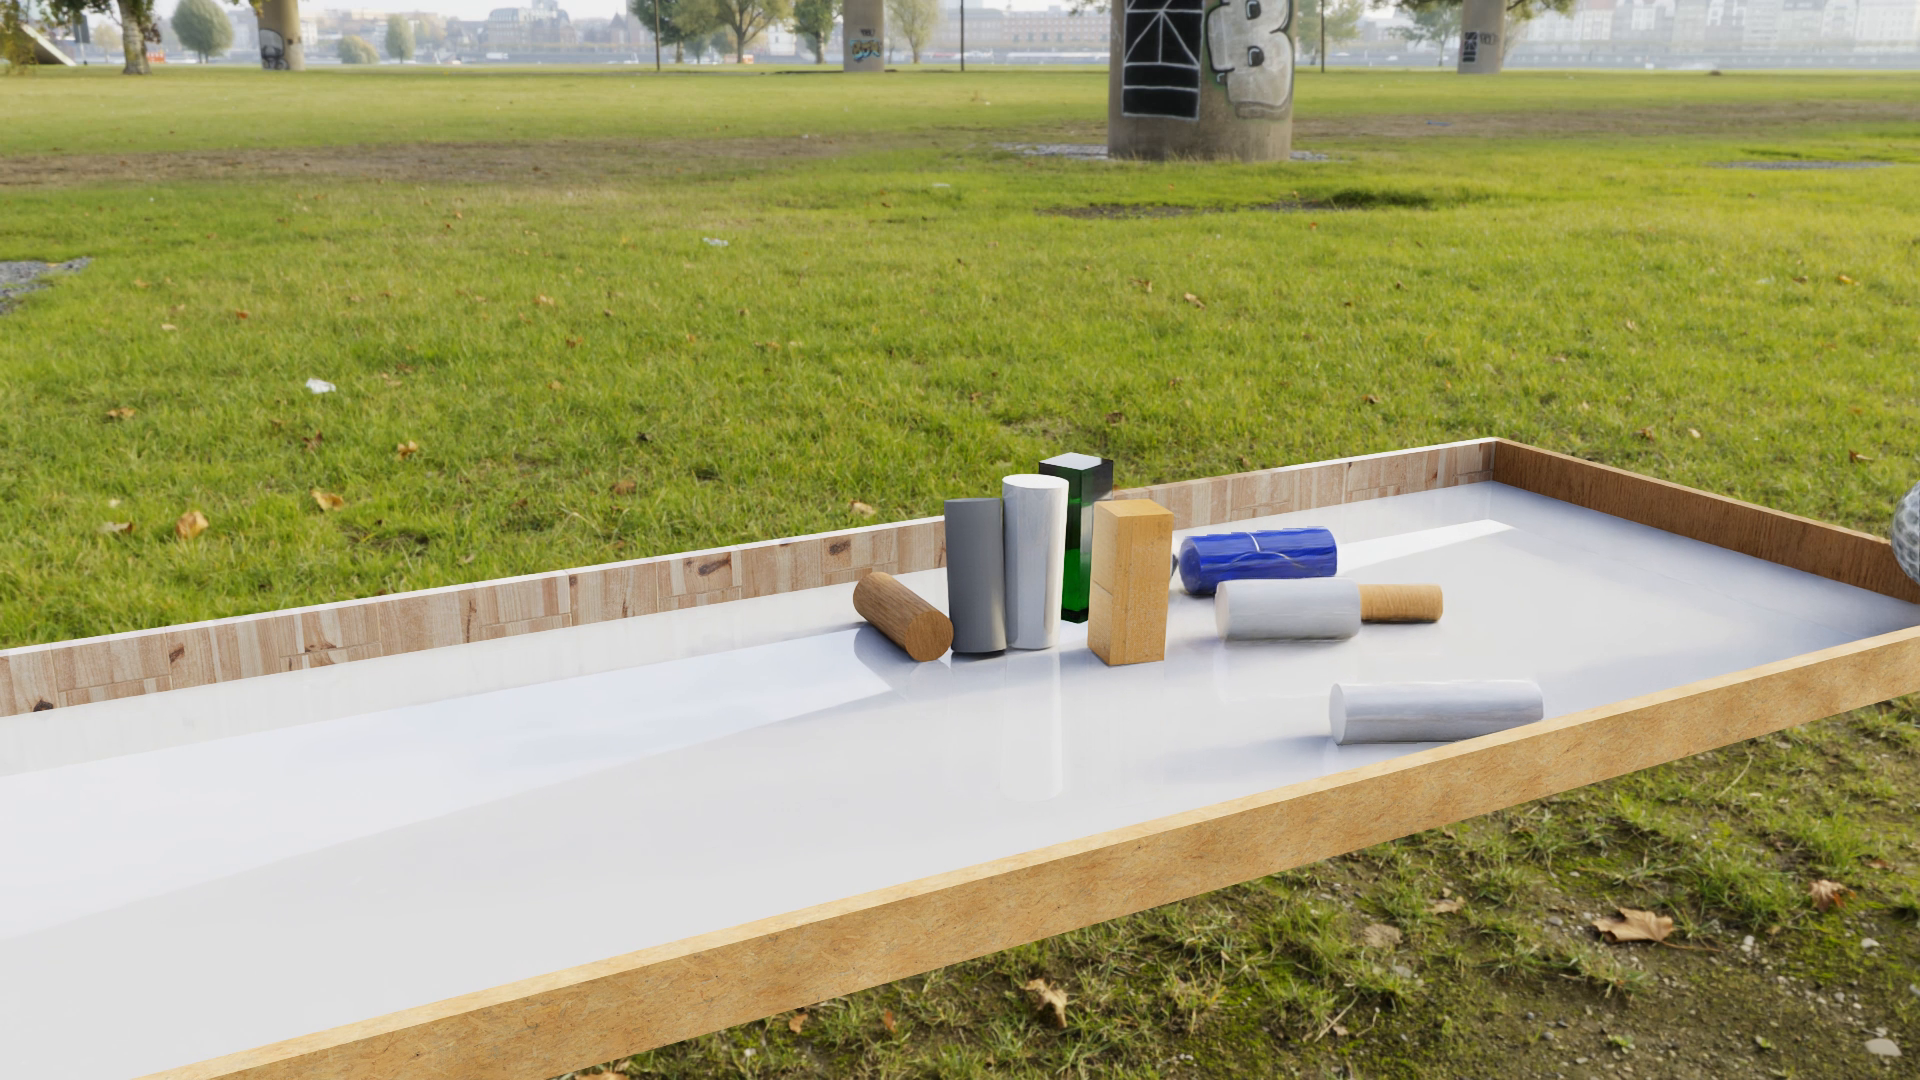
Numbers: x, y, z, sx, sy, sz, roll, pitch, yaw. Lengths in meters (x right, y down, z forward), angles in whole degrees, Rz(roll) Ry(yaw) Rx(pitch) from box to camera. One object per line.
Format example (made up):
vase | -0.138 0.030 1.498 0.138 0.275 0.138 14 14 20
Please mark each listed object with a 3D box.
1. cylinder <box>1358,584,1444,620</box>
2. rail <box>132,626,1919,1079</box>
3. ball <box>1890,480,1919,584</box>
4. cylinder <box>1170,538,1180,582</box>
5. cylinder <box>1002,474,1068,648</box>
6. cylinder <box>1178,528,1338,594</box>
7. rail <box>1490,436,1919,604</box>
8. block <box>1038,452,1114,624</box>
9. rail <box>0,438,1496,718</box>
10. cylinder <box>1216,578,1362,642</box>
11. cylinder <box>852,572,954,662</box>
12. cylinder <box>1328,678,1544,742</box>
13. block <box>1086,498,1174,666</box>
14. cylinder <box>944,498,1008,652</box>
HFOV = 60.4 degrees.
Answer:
cylinder | 1.151 0.175 4.583 0.356 0.100 0.100 0 16 -1
rail | -2.336 1.006 1.665 12.000 0.150 0.050 -9 18 -27
ball | 2.706 -0.022 4.438 0.358 0.358 0.358 0 16 0
cylinder | 0.538 0.104 4.757 0.137 0.137 0.447 5 17 16
cylinder | 0.189 0.055 4.381 0.174 0.433 0.174 2 14 -1
cylinder | 0.877 0.061 4.857 0.432 0.165 0.165 -4 17 -15
rail | 2.466 -0.048 5.253 0.050 0.150 2.100 -9 18 -27
block | 0.319 -0.007 4.599 0.147 0.439 0.147 13 21 38
rail | -3.305 0.497 3.399 12.000 0.150 0.050 -9 18 -27
cylinder | 0.878 0.187 4.428 0.354 0.164 0.164 -1 16 -5
cylinder | -0.156 0.202 4.424 0.138 0.138 0.366 -7 18 -24
cylinder | 1.089 0.391 3.785 0.456 0.135 0.135 -1 16 -4
block | 0.440 0.107 4.281 0.154 0.396 0.154 -3 17 -18
cylinder | 0.041 0.089 4.320 0.150 0.390 0.150 -3 5 0
